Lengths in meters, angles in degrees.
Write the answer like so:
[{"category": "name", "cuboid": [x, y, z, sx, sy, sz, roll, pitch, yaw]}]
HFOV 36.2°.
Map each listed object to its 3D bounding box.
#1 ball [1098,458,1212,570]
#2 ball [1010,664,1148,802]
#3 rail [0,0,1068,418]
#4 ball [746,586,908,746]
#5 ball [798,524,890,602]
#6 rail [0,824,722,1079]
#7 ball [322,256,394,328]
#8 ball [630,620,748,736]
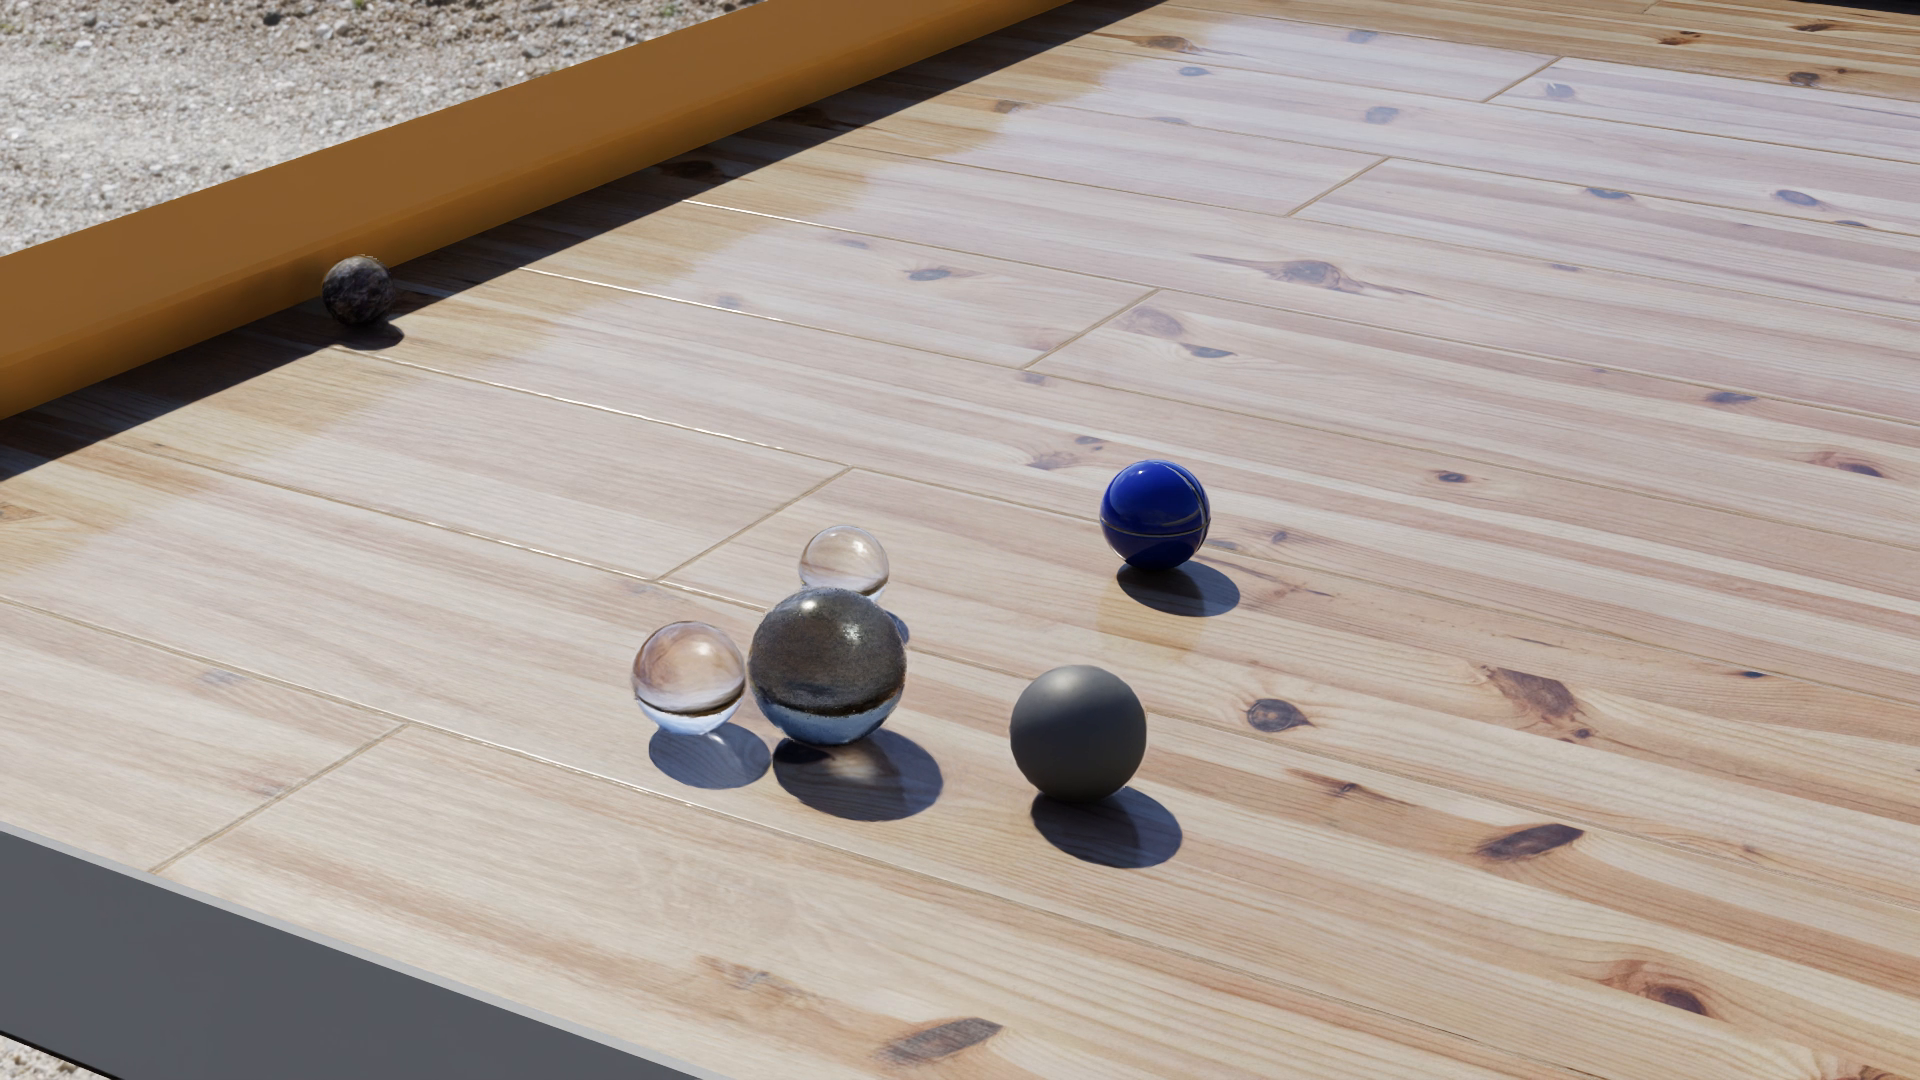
[{"category": "ball", "cuboid": [0.133, -0.017, 2.012, 0.077, 0.077, 0.077, 0, 23, 0]}, {"category": "ball", "cuboid": [0.069, 0.112, 1.704, 0.080, 0.080, 0.080, 0, 23, 0]}, {"category": "rail", "cuboid": [-0.304, -0.423, 2.904, 0.045, 0.125, 2.877, 13, 26, 28]}, {"category": "ball", "cuboid": [-0.080, 0.076, 1.768, 0.096, 0.096, 0.096, 0, 23, 0]}, {"category": "ball", "cuboid": [-0.077, 0.020, 1.945, 0.061, 0.061, 0.061, 0, 23, 0]}, {"category": "rail", "cuboid": [-0.359, 0.210, 1.413, 1.625, 0.125, 0.045, 13, 26, 28]}, {"category": "ball", "cuboid": [-0.510, -0.210, 2.489, 0.059, 0.059, 0.059, 0, 23, 0]}, {"category": "ball", "cuboid": [-0.164, 0.084, 1.783, 0.071, 0.071, 0.071, 0, 23, 0]}]
